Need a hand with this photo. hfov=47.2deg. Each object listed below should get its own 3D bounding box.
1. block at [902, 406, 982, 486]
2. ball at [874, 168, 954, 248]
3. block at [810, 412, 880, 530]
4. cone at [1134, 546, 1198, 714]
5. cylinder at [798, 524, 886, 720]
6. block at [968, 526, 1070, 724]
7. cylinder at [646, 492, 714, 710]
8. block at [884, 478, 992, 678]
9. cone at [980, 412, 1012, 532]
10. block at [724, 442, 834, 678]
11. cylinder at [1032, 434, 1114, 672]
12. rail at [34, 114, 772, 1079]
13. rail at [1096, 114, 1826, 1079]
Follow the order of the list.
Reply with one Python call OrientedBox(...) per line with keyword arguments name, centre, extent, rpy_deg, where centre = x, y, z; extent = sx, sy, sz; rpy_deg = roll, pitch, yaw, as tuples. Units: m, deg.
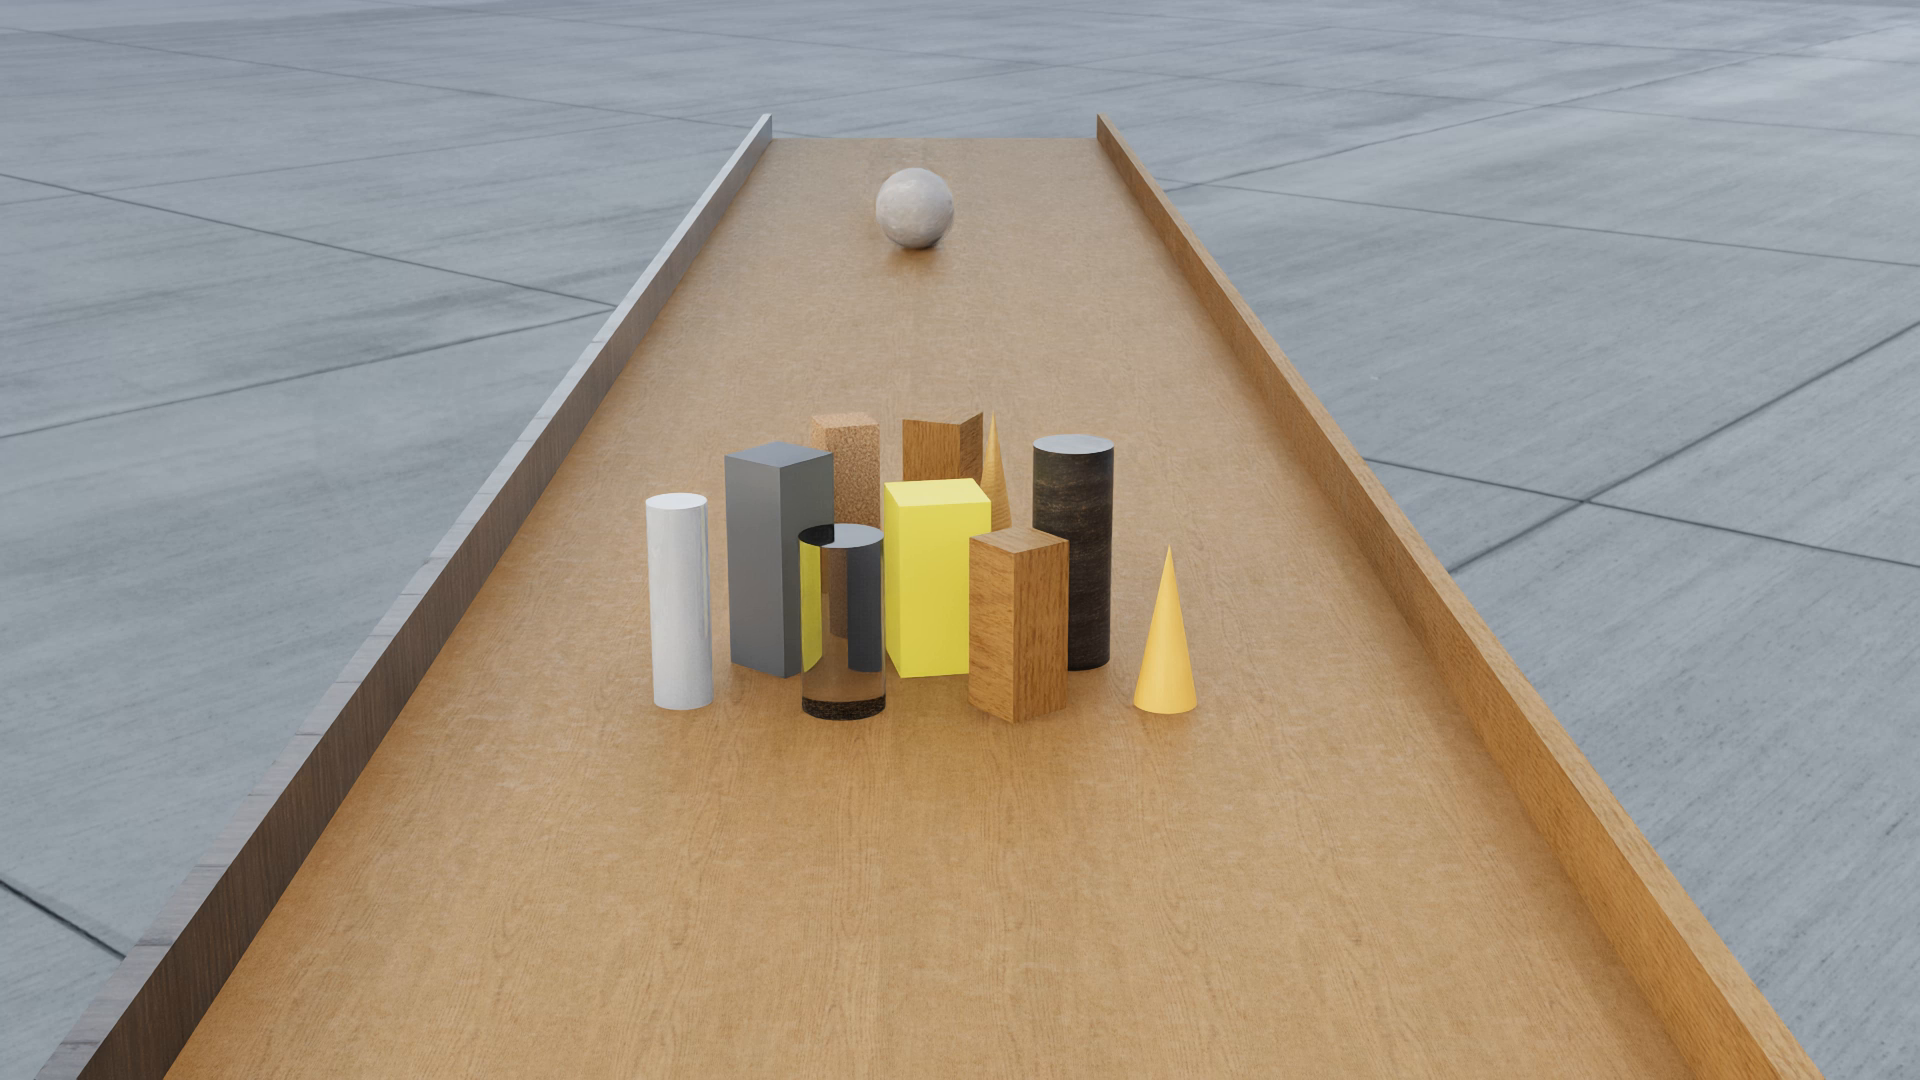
OrientedBox(name="block", centre=(-0.037, -0.092, 4.869), extent=(0.135, 0.379, 0.135), rpy_deg=(7, 18, 21))
OrientedBox(name="ball", centre=(-0.193, -1.416, 9.391), extent=(0.341, 0.341, 0.341), rpy_deg=(0, 17, 0))
OrientedBox(name="block", centre=(-0.238, -0.040, 4.600), extent=(0.115, 0.433, 0.115), rpy_deg=(-6, 17, -18))
OrientedBox(name="cone", centre=(0.391, 0.157, 4.144), extent=(0.122, 0.316, 0.122), rpy_deg=(0, 17, 0))
OrientedBox(name="cylinder", centre=(-0.220, 0.153, 4.123), extent=(0.160, 0.336, 0.160), rpy_deg=(0, 17, 0))
OrientedBox(name="block", centre=(0.110, 0.156, 4.122), extent=(0.132, 0.330, 0.132), rpy_deg=(-13, 21, -36))
OrientedBox(name="cylinder", centre=(-0.528, 0.116, 4.147), extent=(0.114, 0.393, 0.114), rpy_deg=(0, 17, 0))
OrientedBox(name="block", centre=(-0.046, 0.073, 4.368), extent=(0.180, 0.349, 0.180), rpy_deg=(-3, 17, -11))
OrientedBox(name="cone", centre=(0.070, -0.056, 4.626), extent=(0.148, 0.450, 0.148), rpy_deg=(0, 17, 0))
OrientedBox(name="block", centre=(-0.353, 0.037, 4.351), extent=(0.150, 0.428, 0.150), rpy_deg=(13, 21, 38))
OrientedBox(name="cylinder", centre=(0.222, 0.024, 4.367), extent=(0.159, 0.443, 0.159), rpy_deg=(0, 17, 0))
OrientedBox(name="rail", centre=(-1.118, -0.838, 7.780), extent=(0.050, 0.150, 12.000), rpy_deg=(0, 17, -1))
OrientedBox(name="rail", centre=(0.932, -0.844, 7.801), extent=(0.050, 0.150, 12.000), rpy_deg=(0, 17, -1))
